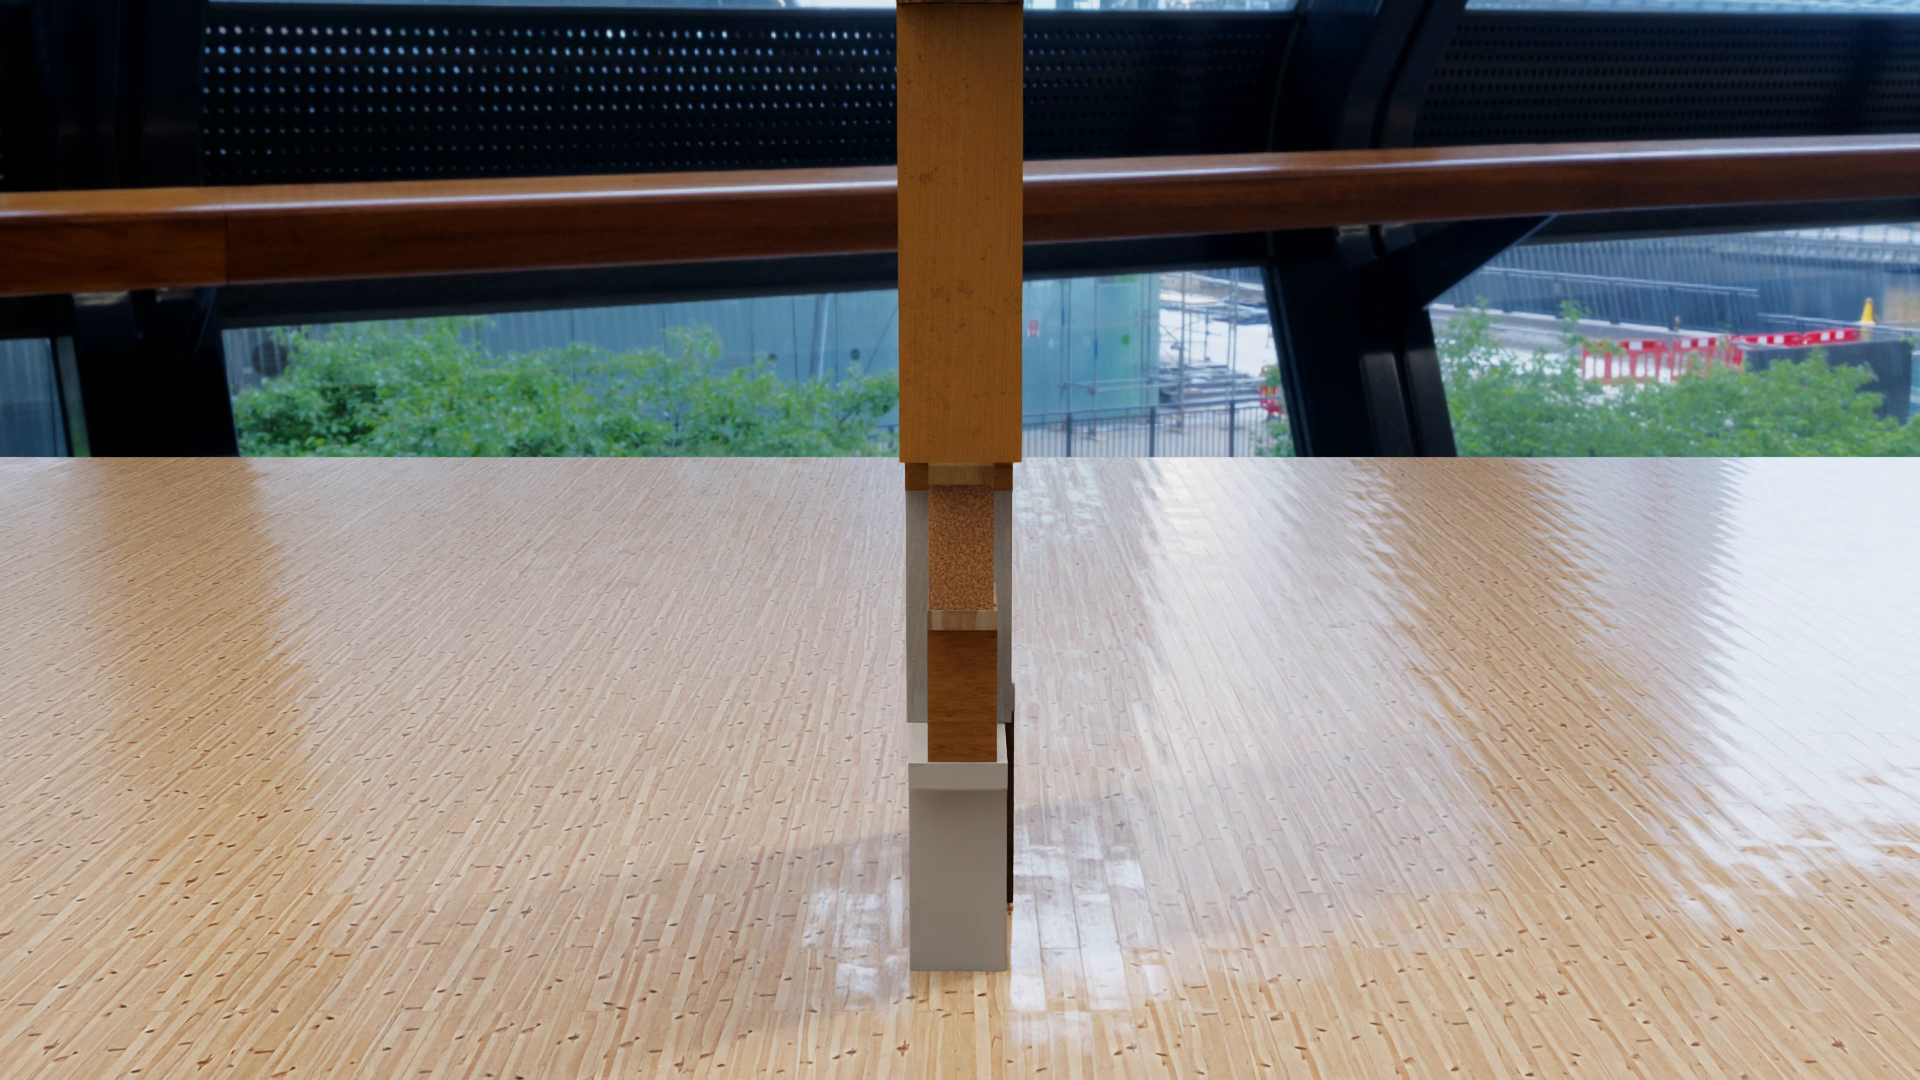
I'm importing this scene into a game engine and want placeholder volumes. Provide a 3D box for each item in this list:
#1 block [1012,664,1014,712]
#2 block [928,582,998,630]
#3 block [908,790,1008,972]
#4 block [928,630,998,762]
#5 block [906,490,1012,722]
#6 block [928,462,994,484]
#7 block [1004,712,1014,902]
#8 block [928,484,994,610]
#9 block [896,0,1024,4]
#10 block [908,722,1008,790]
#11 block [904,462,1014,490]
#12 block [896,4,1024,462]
[{"bbox_3d":[0.005,0.222,3.695,0.166,0.047,0.333,0,11,0],"label":"block"},{"bbox_3d":[0.003,0.098,3.286,0.102,0.029,0.204,0,11,0],"label":"block"},{"bbox_3d":[-0.003,0.505,3.324,0.147,0.293,0.042,0,11,0],"label":"block"},{"bbox_3d":[0.003,0.225,3.240,0.102,0.204,0.029,0,11,0],"label":"block"},{"bbox_3d":[-0.002,0.099,3.451,0.165,0.376,0.047,0,11,0],"label":"block"},{"bbox_3d":[0.002,-0.109,3.225,0.094,0.027,0.187,0,11,0],"label":"block"},{"bbox_3d":[0.005,0.430,3.621,0.166,0.333,0.047,0,11,0],"label":"block"},{"bbox_3d":[0.002,0.007,3.183,0.094,0.187,0.027,0,10,0],"label":"block"},{"bbox_3d":[0.000,-0.793,3.182,0.176,0.050,0.352,0,10,0],"label":"block"},{"bbox_3d":[-0.003,0.322,3.390,0.147,0.042,0.293,0,11,0],"label":"block"},{"bbox_3d":[-0.002,-0.129,3.521,0.165,0.047,0.330,0,11,0],"label":"block"},{"bbox_3d":[0.000,-0.432,3.130,0.176,0.642,0.050,0,11,0],"label":"block"}]
